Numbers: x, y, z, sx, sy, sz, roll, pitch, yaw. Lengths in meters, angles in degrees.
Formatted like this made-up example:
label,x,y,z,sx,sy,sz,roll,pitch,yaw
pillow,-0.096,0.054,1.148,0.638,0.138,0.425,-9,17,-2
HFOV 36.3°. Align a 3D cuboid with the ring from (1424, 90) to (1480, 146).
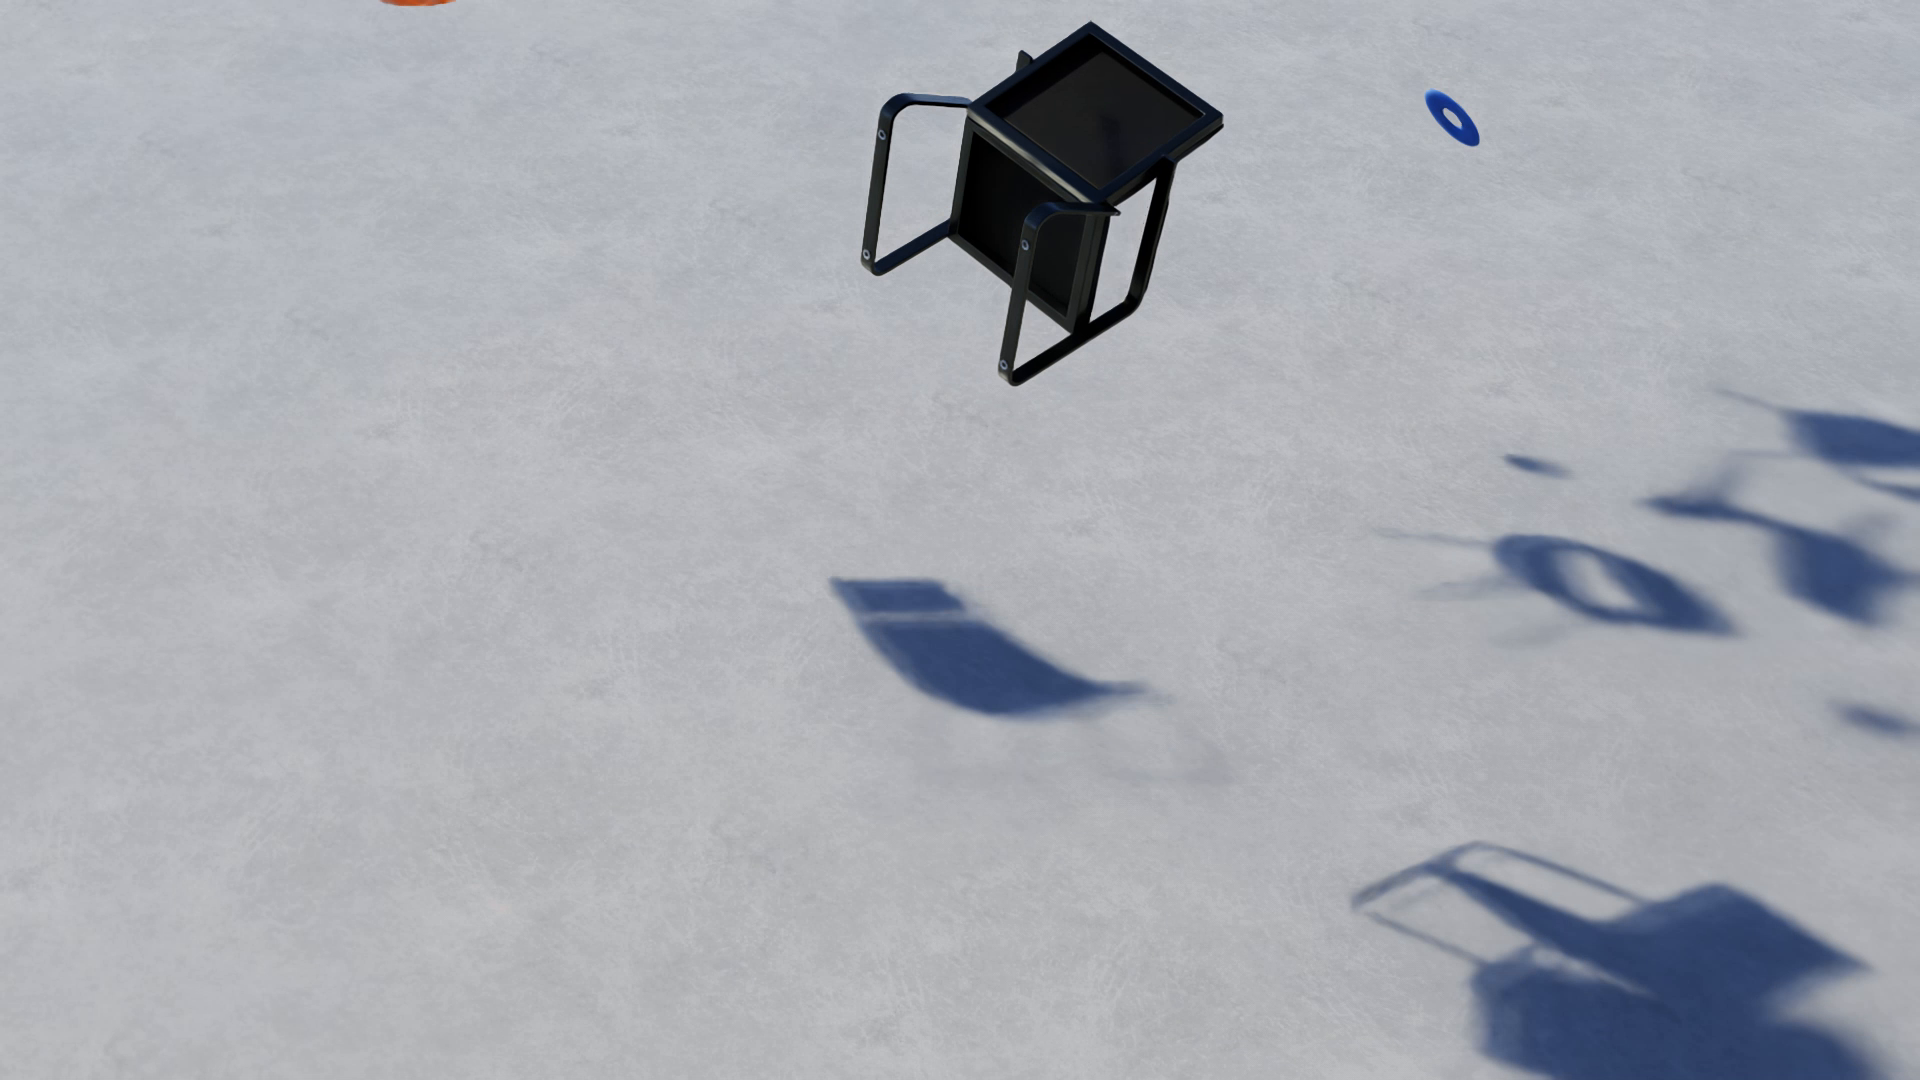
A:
label,x,y,z,sx,sy,sz,roll,pitch,yaw
ring,1.525,-1.308,9.082,0.242,0.086,0.039,43,30,-16
